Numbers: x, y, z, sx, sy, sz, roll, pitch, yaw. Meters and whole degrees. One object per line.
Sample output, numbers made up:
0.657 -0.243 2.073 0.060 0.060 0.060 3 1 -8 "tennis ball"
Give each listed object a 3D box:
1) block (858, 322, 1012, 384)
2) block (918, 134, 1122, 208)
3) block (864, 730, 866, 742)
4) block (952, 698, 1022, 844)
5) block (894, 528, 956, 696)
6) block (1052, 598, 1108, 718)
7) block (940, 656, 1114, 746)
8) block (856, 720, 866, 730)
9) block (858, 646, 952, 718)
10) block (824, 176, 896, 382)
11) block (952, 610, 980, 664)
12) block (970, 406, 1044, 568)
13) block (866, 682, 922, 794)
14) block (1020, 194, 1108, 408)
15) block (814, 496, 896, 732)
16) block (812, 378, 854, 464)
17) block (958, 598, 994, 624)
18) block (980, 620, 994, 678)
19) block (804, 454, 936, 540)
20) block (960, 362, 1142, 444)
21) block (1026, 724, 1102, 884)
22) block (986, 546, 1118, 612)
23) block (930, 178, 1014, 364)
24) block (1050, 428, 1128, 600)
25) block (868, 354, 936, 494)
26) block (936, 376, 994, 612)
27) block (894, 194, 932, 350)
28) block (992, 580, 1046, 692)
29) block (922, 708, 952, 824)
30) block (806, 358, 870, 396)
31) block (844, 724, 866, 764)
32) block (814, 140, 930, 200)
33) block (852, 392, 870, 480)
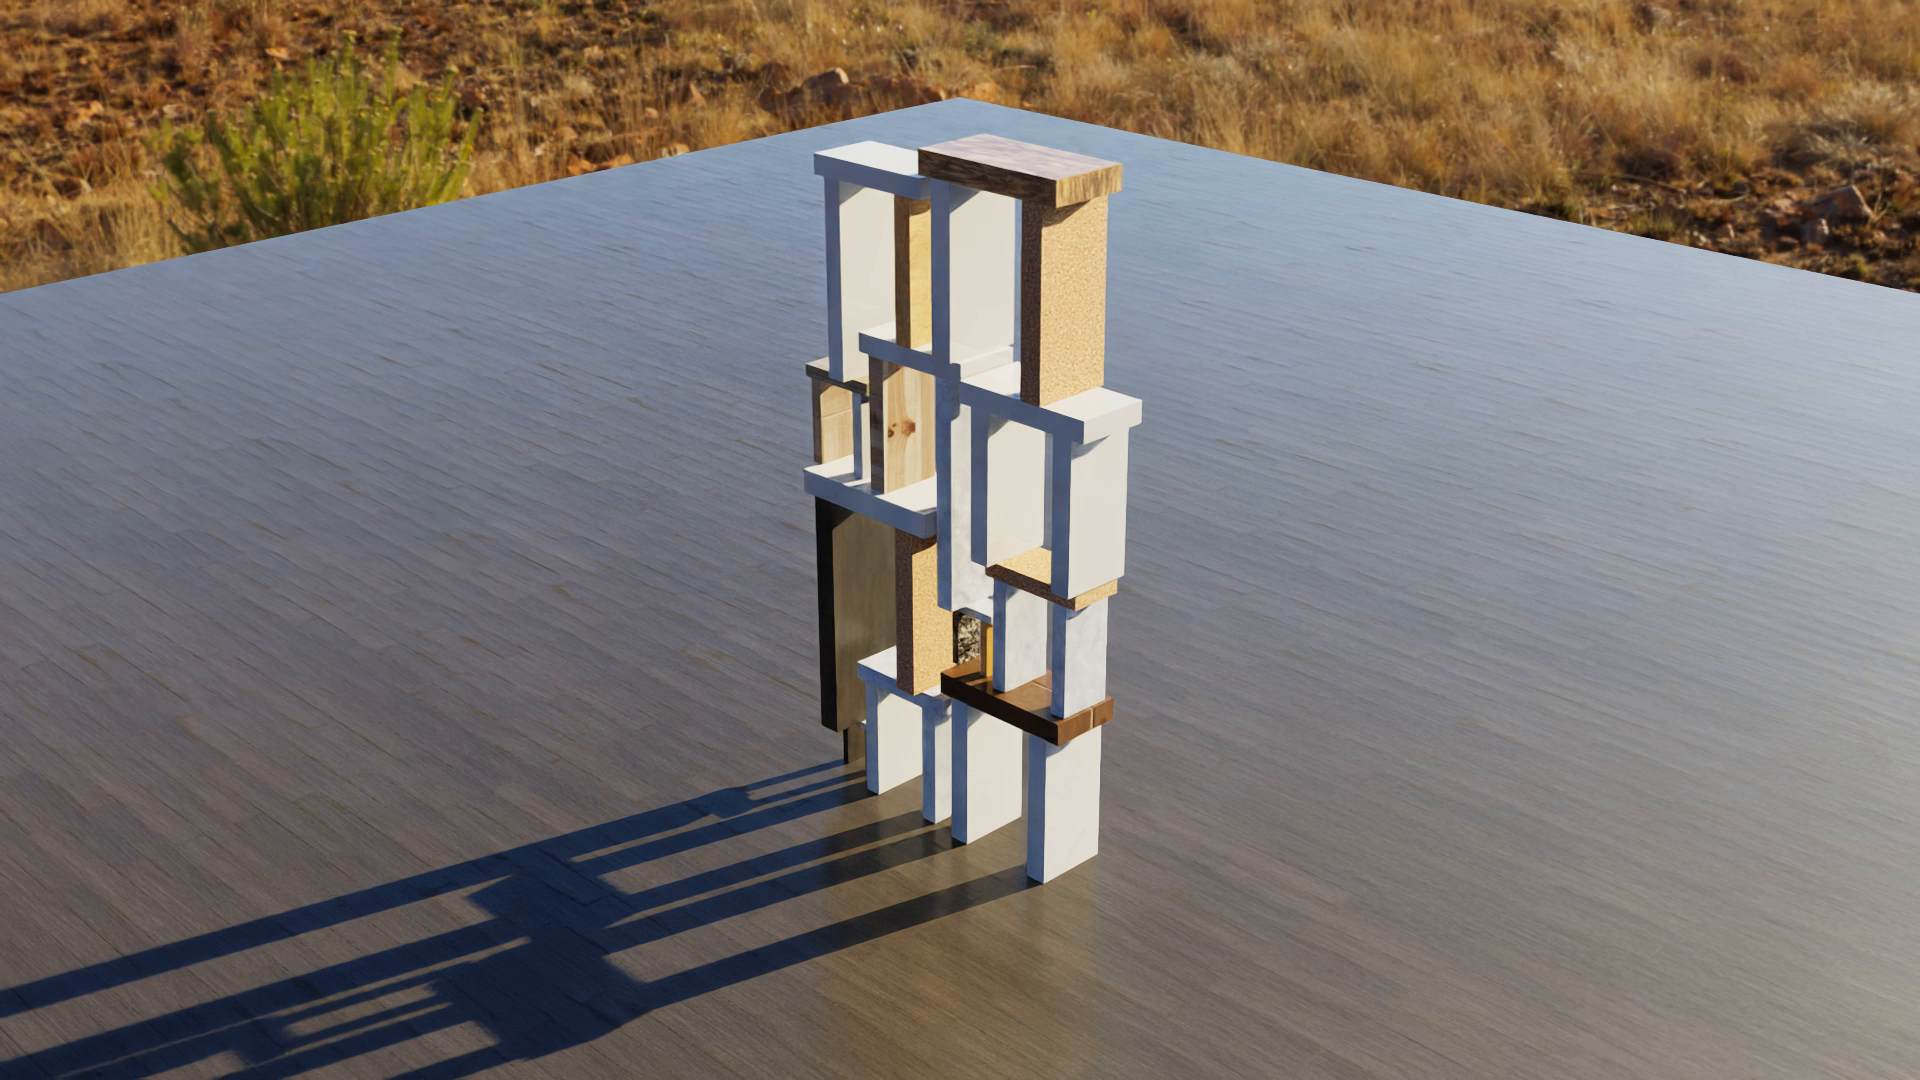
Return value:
-0.047 -0.357 4.121 0.274 0.039 0.137 21 31 41 "block"
0.102 -0.647 3.840 0.167 0.047 0.334 -21 31 -40 "block"
-0.175 0.436 4.604 0.014 0.102 0.051 21 31 41 "block"
0.053 0.431 4.348 0.044 0.310 0.155 21 31 41 "block"
-0.047 0.117 4.319 0.049 0.344 0.172 21 31 41 "block"
0.221 0.207 4.076 0.032 0.228 0.114 21 31 41 "block"
0.126 0.297 4.211 0.310 0.044 0.155 21 31 41 "block"
-0.199 0.373 4.603 0.102 0.014 0.051 21 31 40 "block"
-0.077 0.280 4.420 0.248 0.035 0.124 21 31 41 "block"
-0.189 -0.510 4.210 0.040 0.395 0.142 21 31 40 "block"
0.012 0.180 4.284 0.016 0.115 0.058 21 31 41 "block"
0.088 -0.116 4.074 0.043 0.304 0.152 21 31 41 "block"
-0.135 0.388 4.529 0.035 0.248 0.124 21 31 41 "block"
0.181 -0.428 3.848 0.167 0.362 0.047 -21 31 -40 "block"
-0.209 0.131 4.500 0.049 0.511 0.172 21 31 40 "block"
-0.253 -0.248 4.388 0.025 0.176 0.088 21 31 41 "block"
0.039 0.130 4.233 0.115 0.016 0.058 21 31 41 "block"
0.066 0.201 4.234 0.016 0.115 0.058 21 31 41 "block"
-0.128 -0.095 4.316 0.344 0.049 0.172 21 31 40 "block"
0.160 -0.248 3.941 0.304 0.043 0.152 21 31 41 "block"
0.199 0.488 4.213 0.044 0.310 0.155 21 31 41 "block"
0.168 0.067 4.075 0.228 0.032 0.114 21 31 41 "block"
0.024 -0.503 3.987 0.047 0.334 0.167 21 31 41 "block"
0.232 -0.060 3.942 0.043 0.304 0.152 21 31 40 "block"
-0.111 -0.239 4.242 0.039 0.274 0.137 21 31 41 "block"
0.018 -0.100 4.161 0.039 0.465 0.137 21 31 41 "block"
-0.055 -0.509 4.065 0.040 0.284 0.142 21 31 40 "block"
0.114 0.165 4.175 0.032 0.228 0.114 21 31 41 "block"
-0.018 0.433 4.421 0.035 0.248 0.124 21 31 41 "block"
-0.211 -0.324 4.310 0.176 0.025 0.088 21 31 40 "block"
-0.223 0.417 4.648 0.014 0.102 0.051 21 31 41 "block"
-0.122 -0.684 4.063 0.284 0.040 0.142 21 31 40 "block"
-0.169 -0.215 4.311 0.025 0.176 0.088 21 31 41 "block"
